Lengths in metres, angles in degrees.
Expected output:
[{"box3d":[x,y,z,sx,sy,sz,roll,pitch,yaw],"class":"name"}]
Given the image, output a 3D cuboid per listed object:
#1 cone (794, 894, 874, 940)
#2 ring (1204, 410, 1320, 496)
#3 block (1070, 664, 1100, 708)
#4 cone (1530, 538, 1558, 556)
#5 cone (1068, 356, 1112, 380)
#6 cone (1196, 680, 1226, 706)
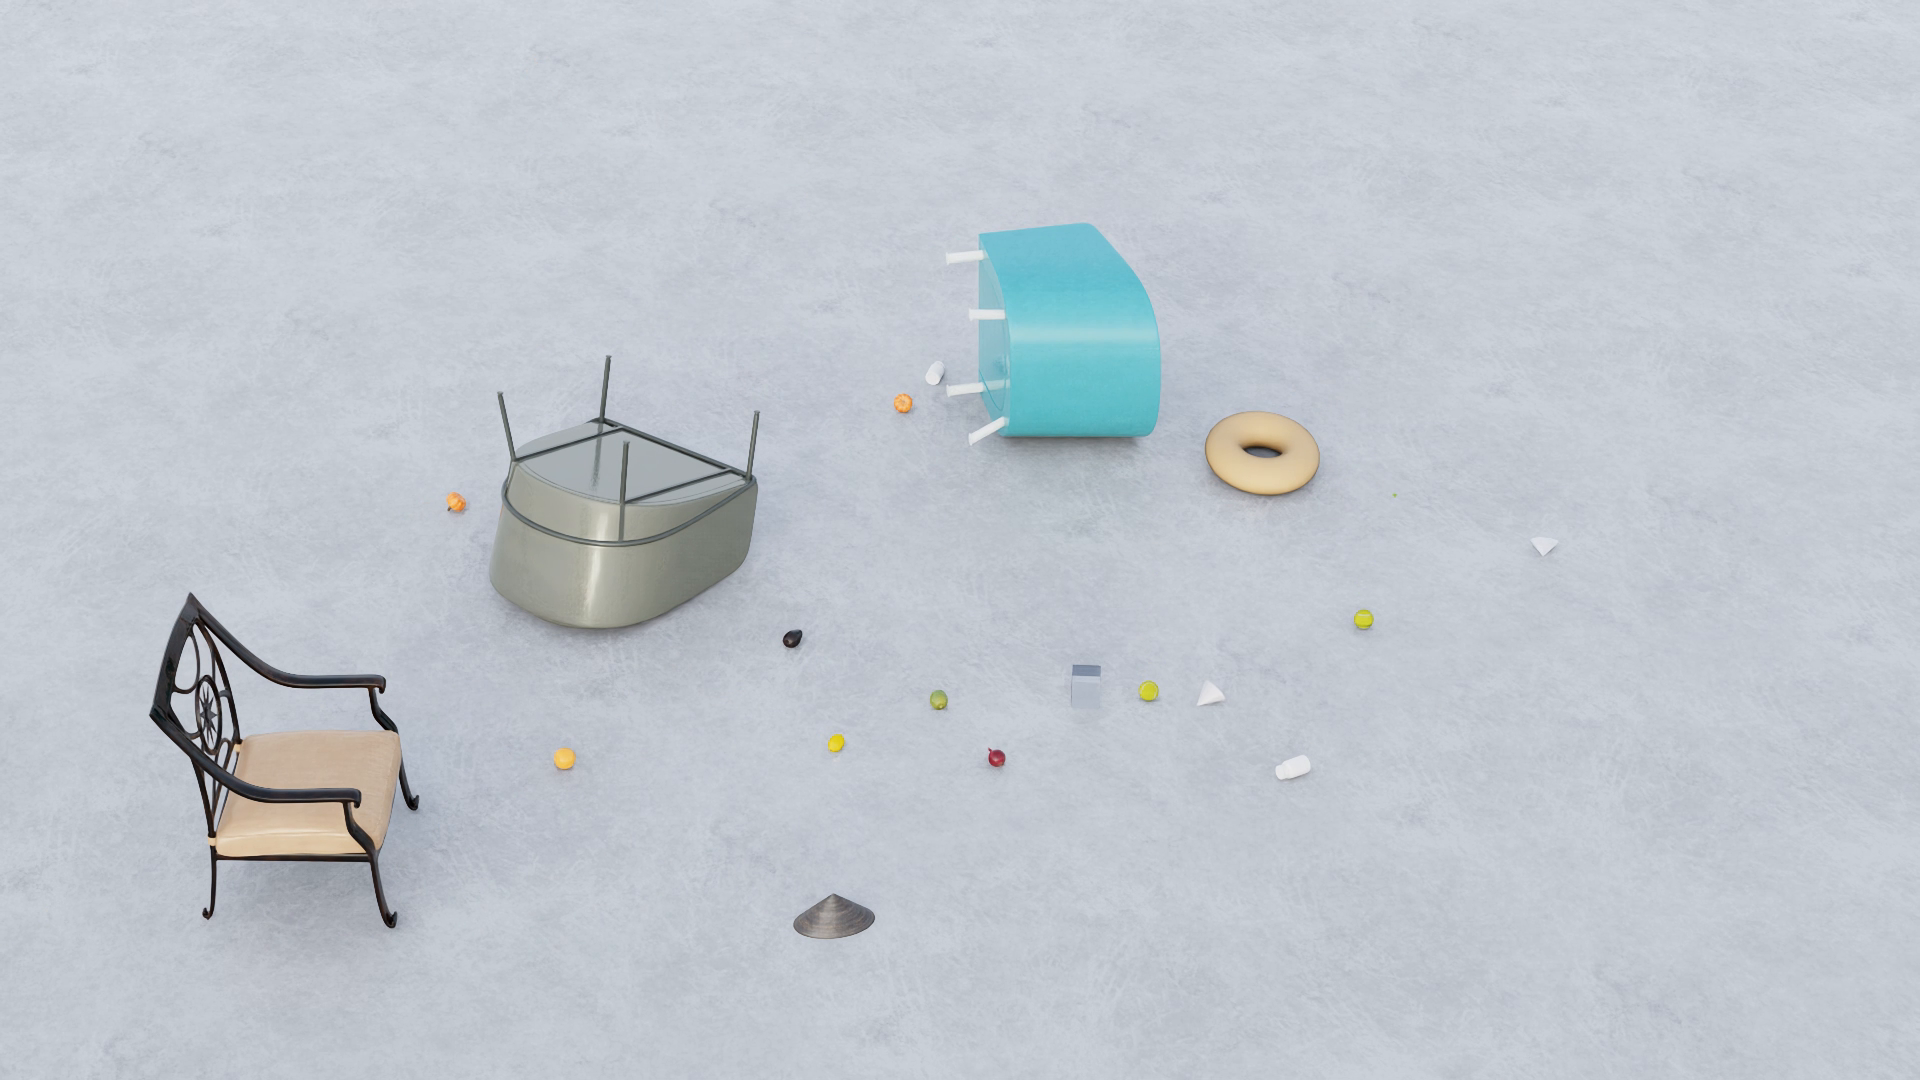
[{"box3d":[-0.392,1.141,9.110,0.258,0.114,0.164,-6,34,-10],"class":"cone"},{"box3d":[1.169,-0.339,11.343,0.443,0.129,0.514,-3,34,-6],"class":"ring"},{"box3d":[0.433,0.504,10.079,0.097,0.110,0.101,2,33,3],"class":"block"},{"box3d":[2.164,0.033,10.870,0.107,0.058,0.065,4,58,13],"class":"cone"},{"box3d":[0.514,-0.698,11.958,0.181,0.098,0.112,0,-9,30],"class":"cone"},{"box3d":[0.846,0.544,10.089,0.087,0.072,0.107,-39,44,-13],"class":"cone"}]
